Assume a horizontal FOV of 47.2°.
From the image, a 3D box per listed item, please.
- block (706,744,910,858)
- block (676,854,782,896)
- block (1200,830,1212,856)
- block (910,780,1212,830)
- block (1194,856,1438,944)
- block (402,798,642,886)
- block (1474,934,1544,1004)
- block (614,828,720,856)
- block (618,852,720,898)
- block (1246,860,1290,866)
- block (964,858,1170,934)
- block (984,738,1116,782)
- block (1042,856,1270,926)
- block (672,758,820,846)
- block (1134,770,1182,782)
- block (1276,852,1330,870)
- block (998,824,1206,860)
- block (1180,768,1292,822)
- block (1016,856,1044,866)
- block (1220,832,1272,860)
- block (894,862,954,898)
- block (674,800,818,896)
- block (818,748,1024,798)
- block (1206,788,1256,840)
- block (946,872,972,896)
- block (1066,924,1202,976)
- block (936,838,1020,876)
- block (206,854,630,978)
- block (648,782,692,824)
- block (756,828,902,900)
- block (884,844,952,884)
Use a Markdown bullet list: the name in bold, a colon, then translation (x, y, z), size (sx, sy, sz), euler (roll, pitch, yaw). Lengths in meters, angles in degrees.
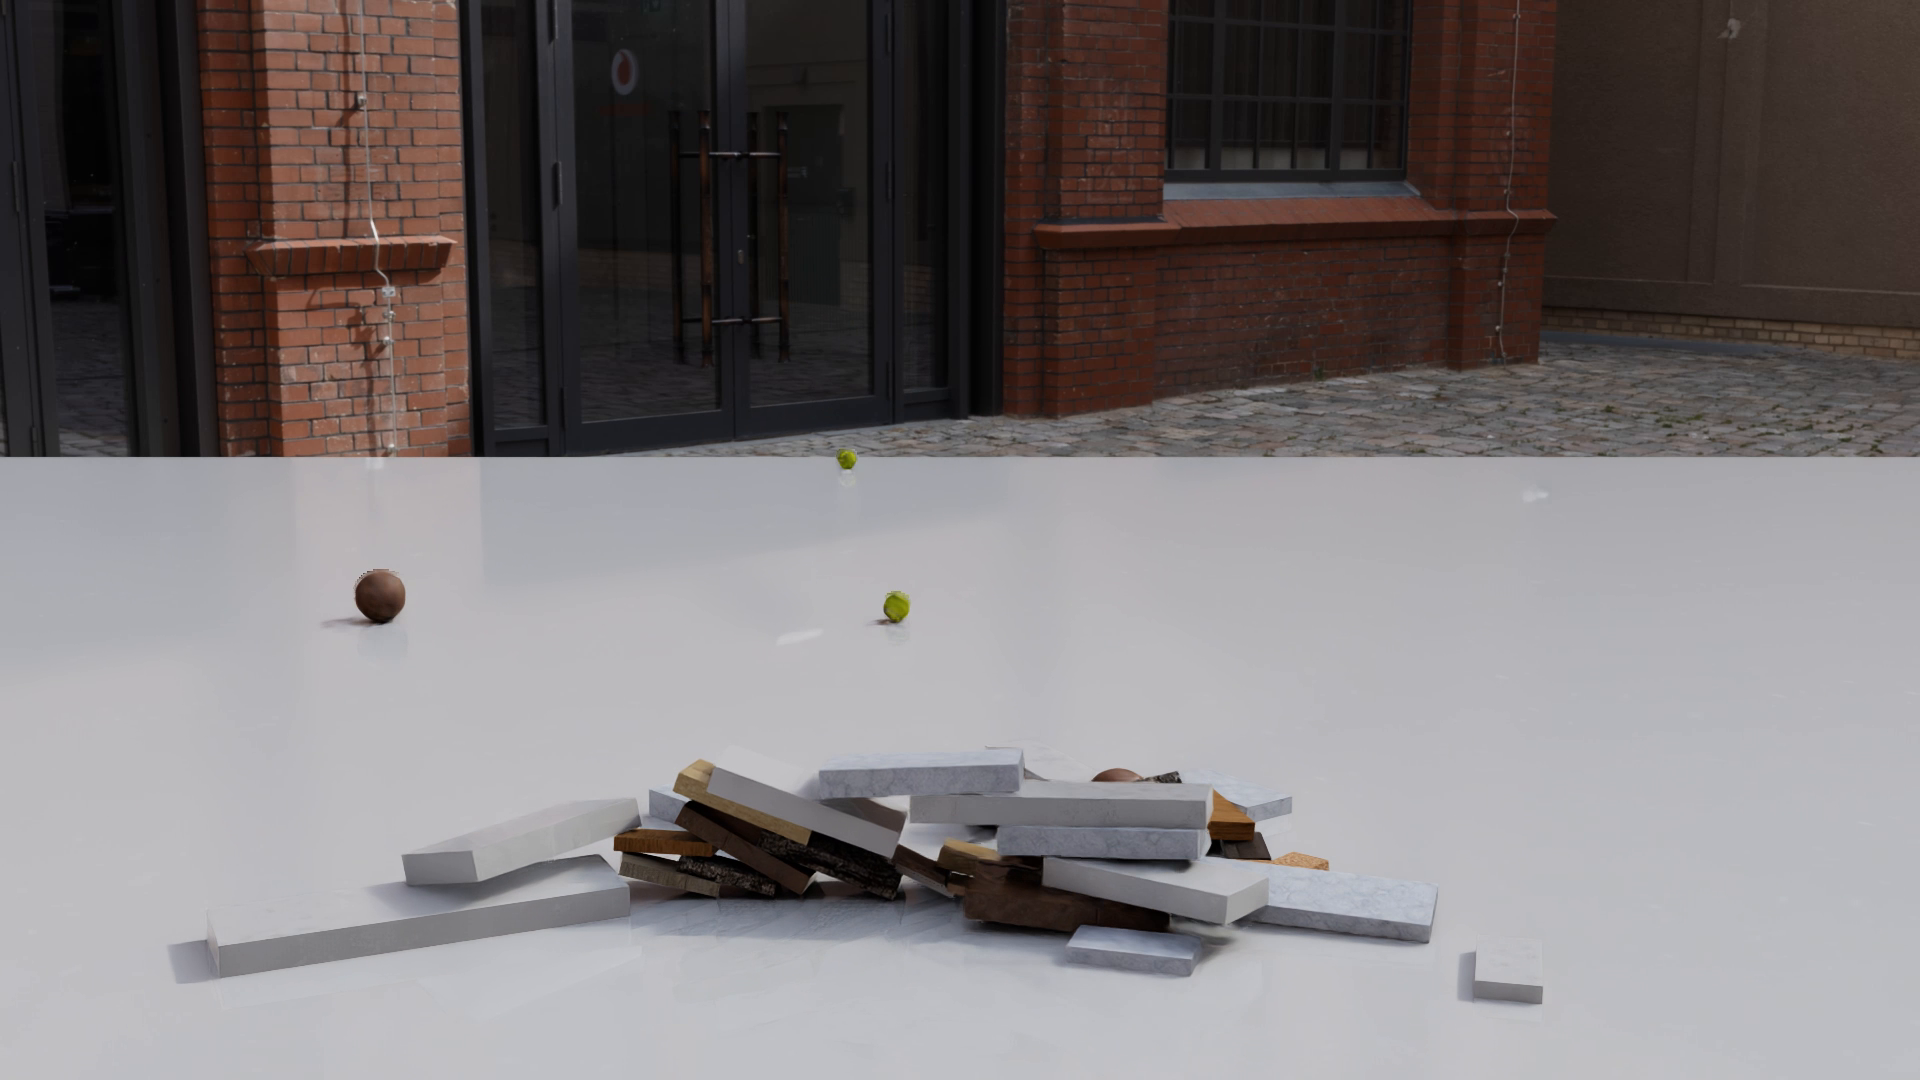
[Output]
- **block**: translation (-0.250, 0.433, 3.665), size (0.323, 0.046, 0.162), euler (20, 9, 1)
- **block**: translation (-0.383, 0.554, 3.670), size (0.167, 0.024, 0.083), euler (14, 4, 3)
- **block**: translation (0.332, 0.536, 3.772), size (0.183, 0.026, 0.091), euler (-10, 9, 20)
- **block**: translation (0.168, 0.430, 3.595), size (0.477, 0.046, 0.162), euler (0, 3, 10)
- **block**: translation (0.561, 0.577, 3.547), size (0.400, 0.033, 0.117), euler (5, 27, 17)
- **block**: translation (-0.721, 0.497, 3.641), size (0.179, 0.051, 0.358), euler (-9, 3, 38)
- **block**: translation (0.825, 0.644, 3.306), size (0.097, 0.027, 0.194), euler (3, 11, 14)
- **block**: translation (-0.490, 0.508, 3.698), size (0.167, 0.024, 0.083), euler (3, 3, 6)
- **block**: translation (-0.484, 0.554, 3.661), size (0.166, 0.024, 0.083), euler (14, 4, -9)
- **block**: translation (0.456, 0.567, 3.652), size (0.183, 0.026, 0.091), euler (1, 26, 9)
- **block**: translation (0.178, 0.579, 3.529), size (0.320, 0.045, 0.160), euler (6, 11, 7)
- **block**: translation (0.209, 0.466, 4.245), size (0.115, 0.033, 0.493), euler (-5, 12, -25)
- **block**: translation (0.309, 0.540, 3.484), size (0.320, 0.045, 0.160), euler (7, 7, 31)
- **block**: translation (-0.348, 0.438, 3.685), size (0.242, 0.034, 0.121), euler (21, 9, 7)
- **block**: translation (0.282, 0.480, 3.825), size (0.230, 0.033, 0.115), euler (-13, 40, -1)
- **block**: translation (0.558, 0.565, 3.745), size (0.073, 0.021, 0.146), euler (9, 14, 41)
- **block**: translation (0.232, 0.477, 3.564), size (0.319, 0.045, 0.160), euler (0, 3, 10)
- **block**: translation (0.503, 0.483, 4.157), size (0.117, 0.033, 0.233), euler (-8, 13, -36)
- **block**: translation (0.202, 0.495, 3.722), size (0.230, 0.033, 0.115), euler (-10, 20, -11)
- **block**: translation (0.500, 0.544, 3.858), size (0.073, 0.021, 0.146), euler (0, 11, 0)
- **block**: translation (-0.054, 0.560, 3.671), size (0.107, 0.015, 0.054), euler (26, 13, 7)
- **block**: translation (-0.352, 0.508, 3.693), size (0.242, 0.034, 0.121), euler (29, 8, 5)
- **block**: translation (-0.061, 0.385, 3.627), size (0.323, 0.046, 0.162), euler (-2, 3, 4)
- **block**: translation (0.434, 0.490, 3.970), size (0.117, 0.033, 0.233), euler (4, 9, -15)
- **block**: translation (0.034, 0.578, 3.636), size (0.107, 0.015, 0.054), euler (13, 12, 6)
- **block**: translation (0.268, 0.630, 3.379), size (0.193, 0.027, 0.097), euler (3, 11, 16)
- **block**: translation (0.063, 0.547, 3.683), size (0.194, 0.027, 0.097), euler (14, 7, 6)
- **block**: translation (-0.860, 0.594, 3.508), size (0.635, 0.051, 0.179), euler (-5, 12, -24)
- **block**: translation (-0.387, 0.498, 4.023), size (0.358, 0.051, 0.179), euler (10, 15, 44)
- **block**: translation (-0.213, 0.526, 3.679), size (0.242, 0.034, 0.121), euler (21, 9, 1)
- **block**: translation (-0.068, 0.537, 3.650), size (0.107, 0.015, 0.054), euler (24, 8, 10)
